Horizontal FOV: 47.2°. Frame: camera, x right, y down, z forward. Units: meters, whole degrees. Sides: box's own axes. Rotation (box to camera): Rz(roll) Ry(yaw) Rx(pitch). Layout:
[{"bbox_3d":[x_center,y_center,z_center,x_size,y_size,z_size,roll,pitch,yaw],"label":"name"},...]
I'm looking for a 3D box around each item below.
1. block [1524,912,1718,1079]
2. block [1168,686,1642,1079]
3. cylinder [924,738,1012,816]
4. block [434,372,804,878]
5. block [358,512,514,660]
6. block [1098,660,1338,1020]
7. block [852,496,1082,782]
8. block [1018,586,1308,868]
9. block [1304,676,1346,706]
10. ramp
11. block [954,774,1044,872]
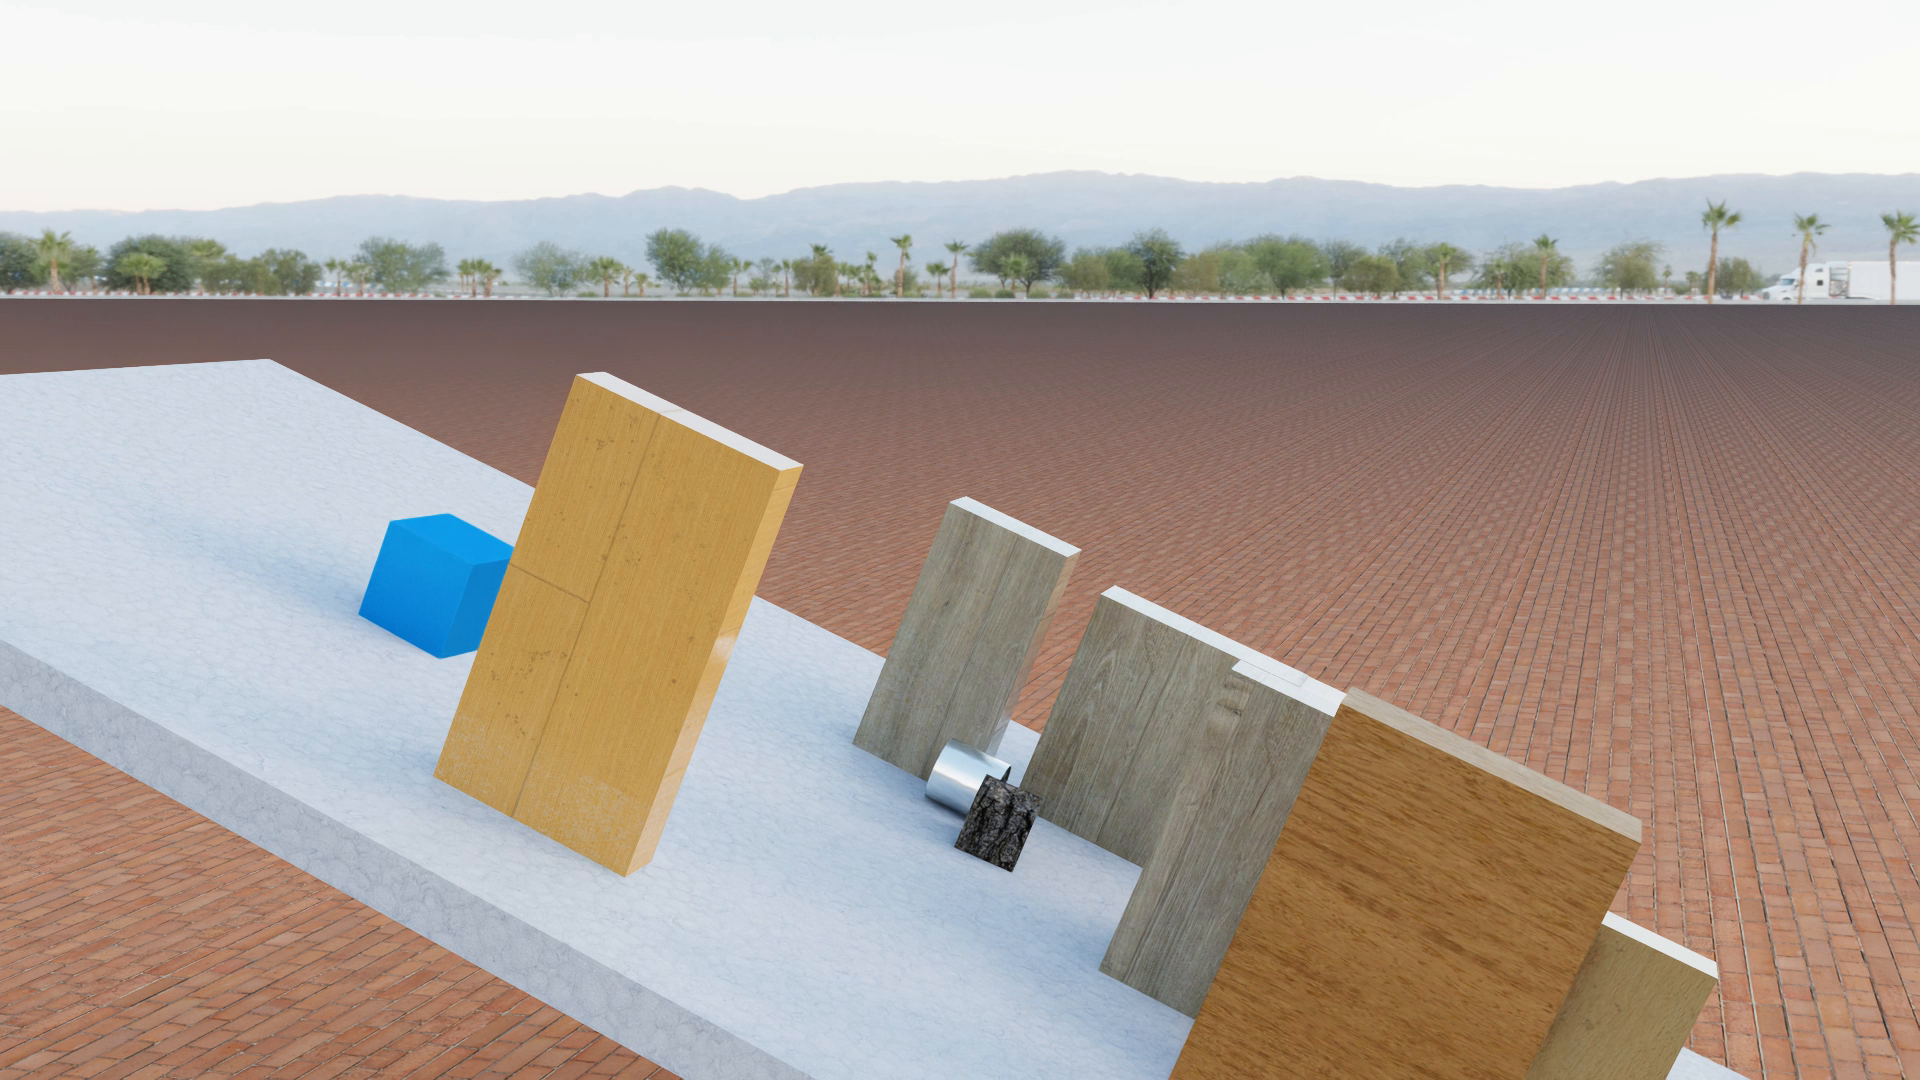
[{"bbox_3d":[0.934,0.852,3.430,0.258,0.556,0.082,25,13,13],"label":"block"},{"bbox_3d":[0.578,0.661,3.084,0.429,0.794,0.130,25,13,13],"label":"block"},{"bbox_3d":[0.016,0.480,4.387,0.129,0.129,0.129,25,12,11],"label":"cylinder"},{"bbox_3d":[-0.554,0.135,3.528,0.371,0.715,0.098,25,13,13],"label":"block"},{"bbox_3d":[-0.983,0.085,4.195,0.195,0.195,0.195,26,13,17],"label":"block"},{"bbox_3d":[0.522,0.559,3.840,0.346,0.601,0.094,25,13,13],"label":"block"},{"bbox_3d":[0.012,0.220,4.490,0.265,0.550,0.116,25,13,13],"label":"block"},{"bbox_3d":[0.409,0.411,4.518,0.439,0.484,0.127,25,13,13],"label":"block"},{"bbox_3d":[0.642,0.484,4.755,0.407,0.418,0.136,25,13,13],"label":"block"},{"bbox_3d":[-0.299,0.527,4.190,4.000,0.100,2.000,25,13,13],"label":"ramp"},{"bbox_3d":[0.076,0.545,4.239,0.121,0.121,0.121,23,13,4],"label":"block"}]
